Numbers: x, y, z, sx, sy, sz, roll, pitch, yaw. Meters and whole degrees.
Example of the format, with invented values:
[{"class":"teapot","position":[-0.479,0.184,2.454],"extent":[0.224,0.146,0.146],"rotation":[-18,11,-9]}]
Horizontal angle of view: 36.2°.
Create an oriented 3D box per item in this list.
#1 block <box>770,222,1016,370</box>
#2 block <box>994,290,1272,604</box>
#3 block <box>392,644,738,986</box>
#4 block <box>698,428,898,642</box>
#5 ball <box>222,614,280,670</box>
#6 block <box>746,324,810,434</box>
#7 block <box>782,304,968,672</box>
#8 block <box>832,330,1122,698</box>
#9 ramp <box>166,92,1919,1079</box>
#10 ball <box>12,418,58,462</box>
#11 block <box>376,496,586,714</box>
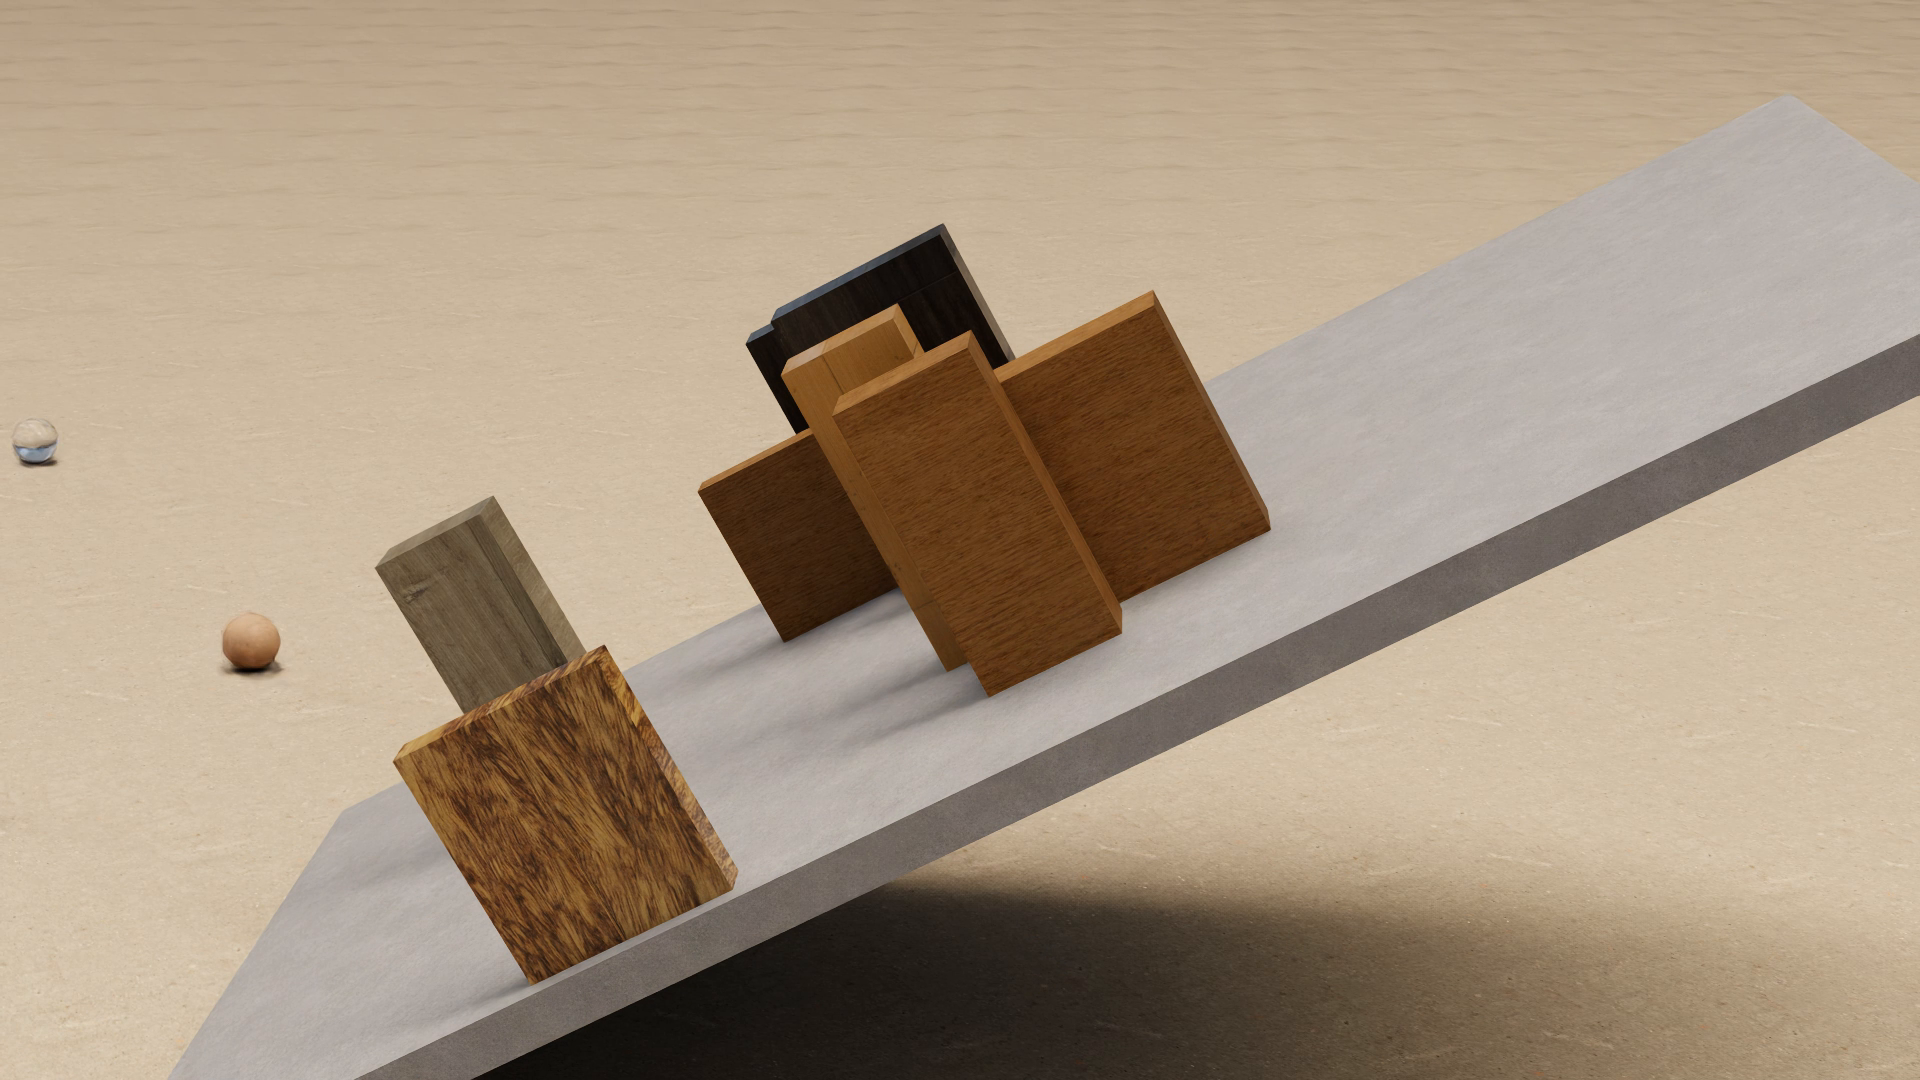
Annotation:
[{"class":"block","position":[-0.054,-0.276,6.511],"extent":[0.420,0.727,0.127],"rotation":[-26,14,11]},{"class":"block","position":[0.335,-0.177,5.848],"extent":[0.372,0.510,0.142],"rotation":[-26,14,11]},{"class":"block","position":[-0.732,0.516,5.485],"extent":[0.438,0.508,0.088],"rotation":[-26,14,11]},{"class":"block","position":[-0.342,-0.028,6.847],"extent":[0.375,0.415,0.080],"rotation":[-26,14,11]},{"class":"ball","position":[-2.135,0.306,8.859],"extent":[0.172,0.172,0.172],"rotation":[0,17,0]},{"class":"block","position":[-0.237,-0.273,7.068],"extent":[0.275,0.627,0.114],"rotation":[-26,14,11]},{"class":"block","position":[-0.076,-0.104,5.988],"extent":[0.254,0.705,0.136],"rotation":[-26,14,11]},{"class":"block","position":[0.039,-0.049,5.707],"extent":[0.292,0.638,0.147],"rotation":[-26,14,11]},{"class":"ramp","position":[0.141,0.167,6.281],"extent":[4.000,0.100,2.000],"rotation":[-26,14,11]},{"class":"ball","position":[-3.476,-0.376,11.051],"extent":[0.169,0.169,0.169],"rotation":[0,17,0]},{"class":"block","position":[-0.998,0.267,6.549],"extent":[0.270,0.673,0.145],"rotation":[-26,14,11]}]
